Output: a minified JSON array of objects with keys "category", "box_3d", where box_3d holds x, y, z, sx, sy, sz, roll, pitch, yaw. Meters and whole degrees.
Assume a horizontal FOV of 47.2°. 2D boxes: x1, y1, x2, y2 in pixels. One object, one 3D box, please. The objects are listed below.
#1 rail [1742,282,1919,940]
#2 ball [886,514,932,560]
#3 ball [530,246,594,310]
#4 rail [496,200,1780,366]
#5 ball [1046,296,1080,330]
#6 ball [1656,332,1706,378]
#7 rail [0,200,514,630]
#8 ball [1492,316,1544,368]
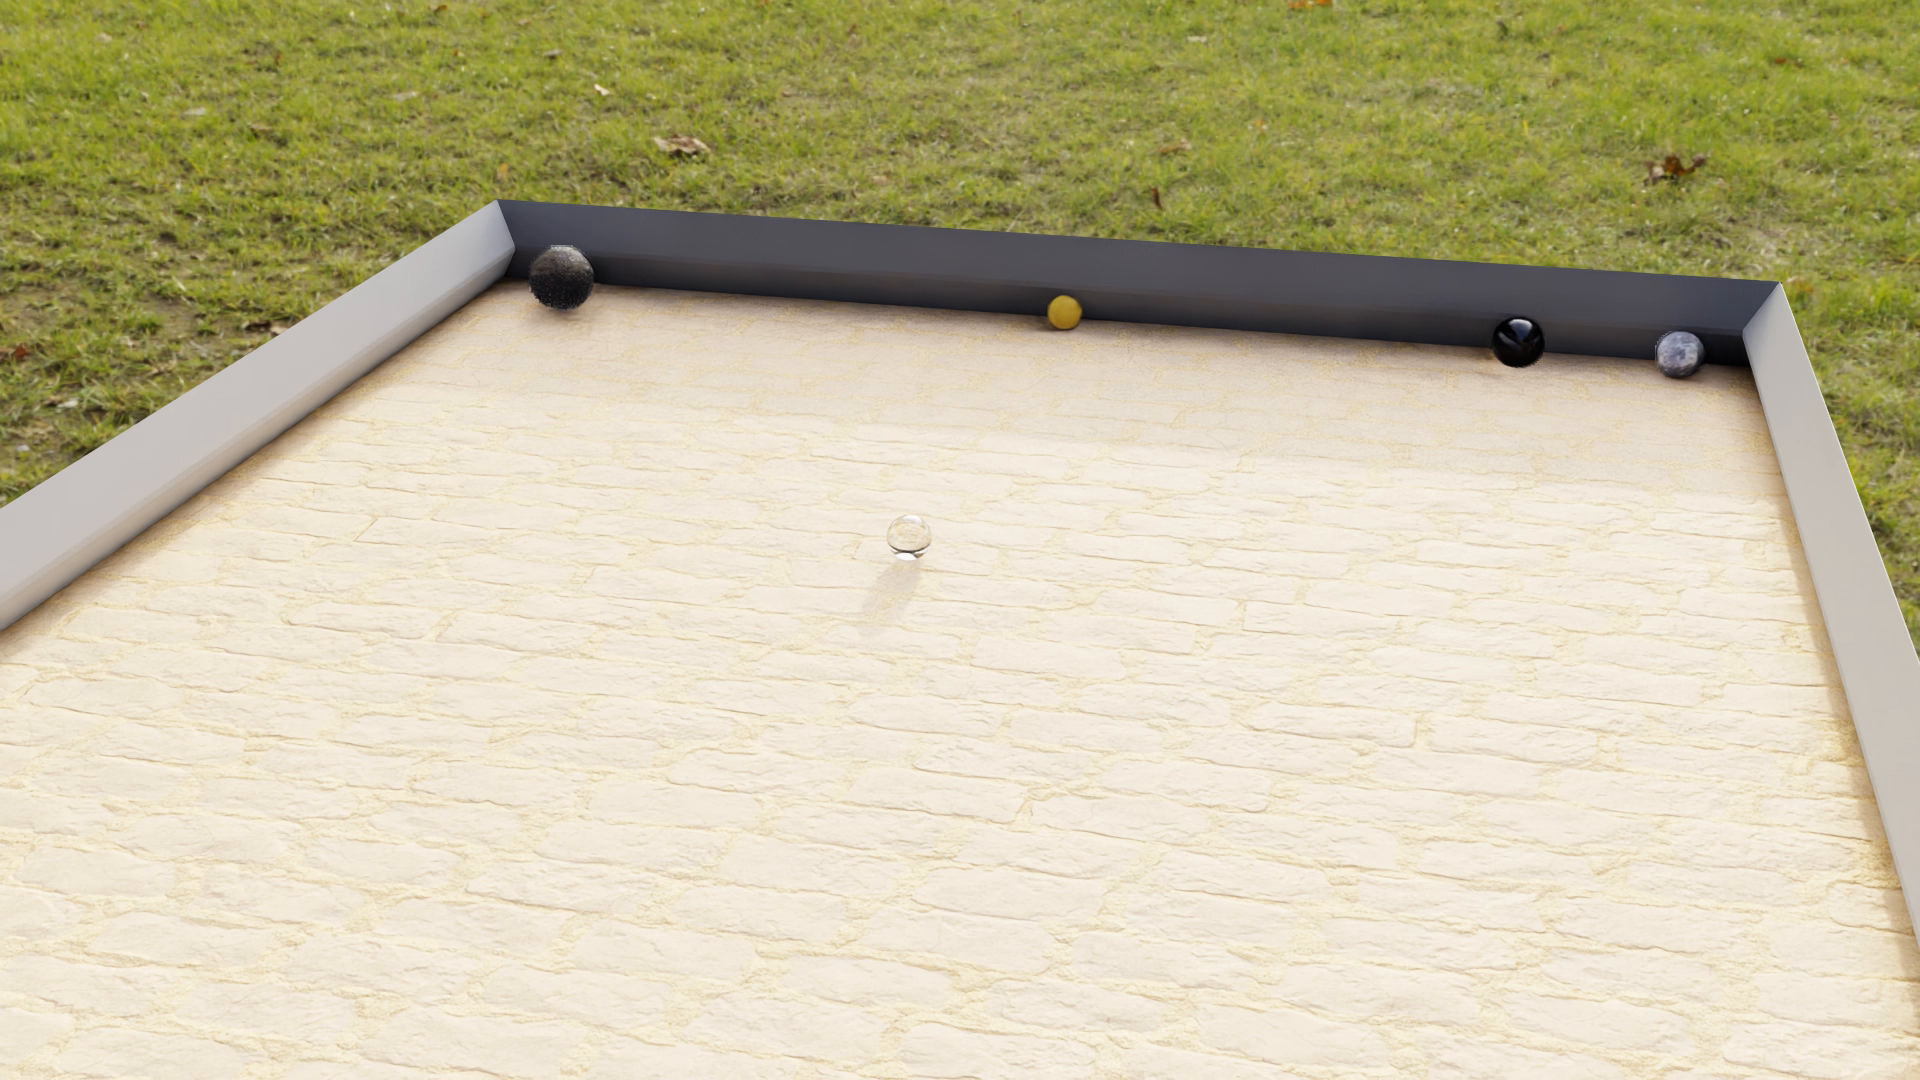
[{"category":"rail","box_3d":[0.683,0.407,1.412,0.045,0.121,3.543,5,25,12]},{"category":"ball","box_3d":[-0.056,-0.003,2.422,0.051,0.051,0.051,0,24,0]},{"category":"ball","box_3d":[-0.584,-0.383,3.226,0.093,0.093,0.093,0,24,0]},{"category":"rail","box_3d":[0.195,-0.368,3.155,1.860,0.121,0.045,5,25,12]},{"category":"ball","box_3d":[0.149,-0.327,3.154,0.049,0.049,0.049,0,24,0]},{"category":"ball","box_3d":[0.971,-0.250,2.964,0.062,0.062,0.062,0,24,0]},{"category":"rail","box_3d":[-1.083,0.241,1.786,0.045,0.121,3.543,5,25,12]},{"category":"ball","box_3d":[0.761,-0.270,3.000,0.069,0.069,0.069,0,24,0]}]
